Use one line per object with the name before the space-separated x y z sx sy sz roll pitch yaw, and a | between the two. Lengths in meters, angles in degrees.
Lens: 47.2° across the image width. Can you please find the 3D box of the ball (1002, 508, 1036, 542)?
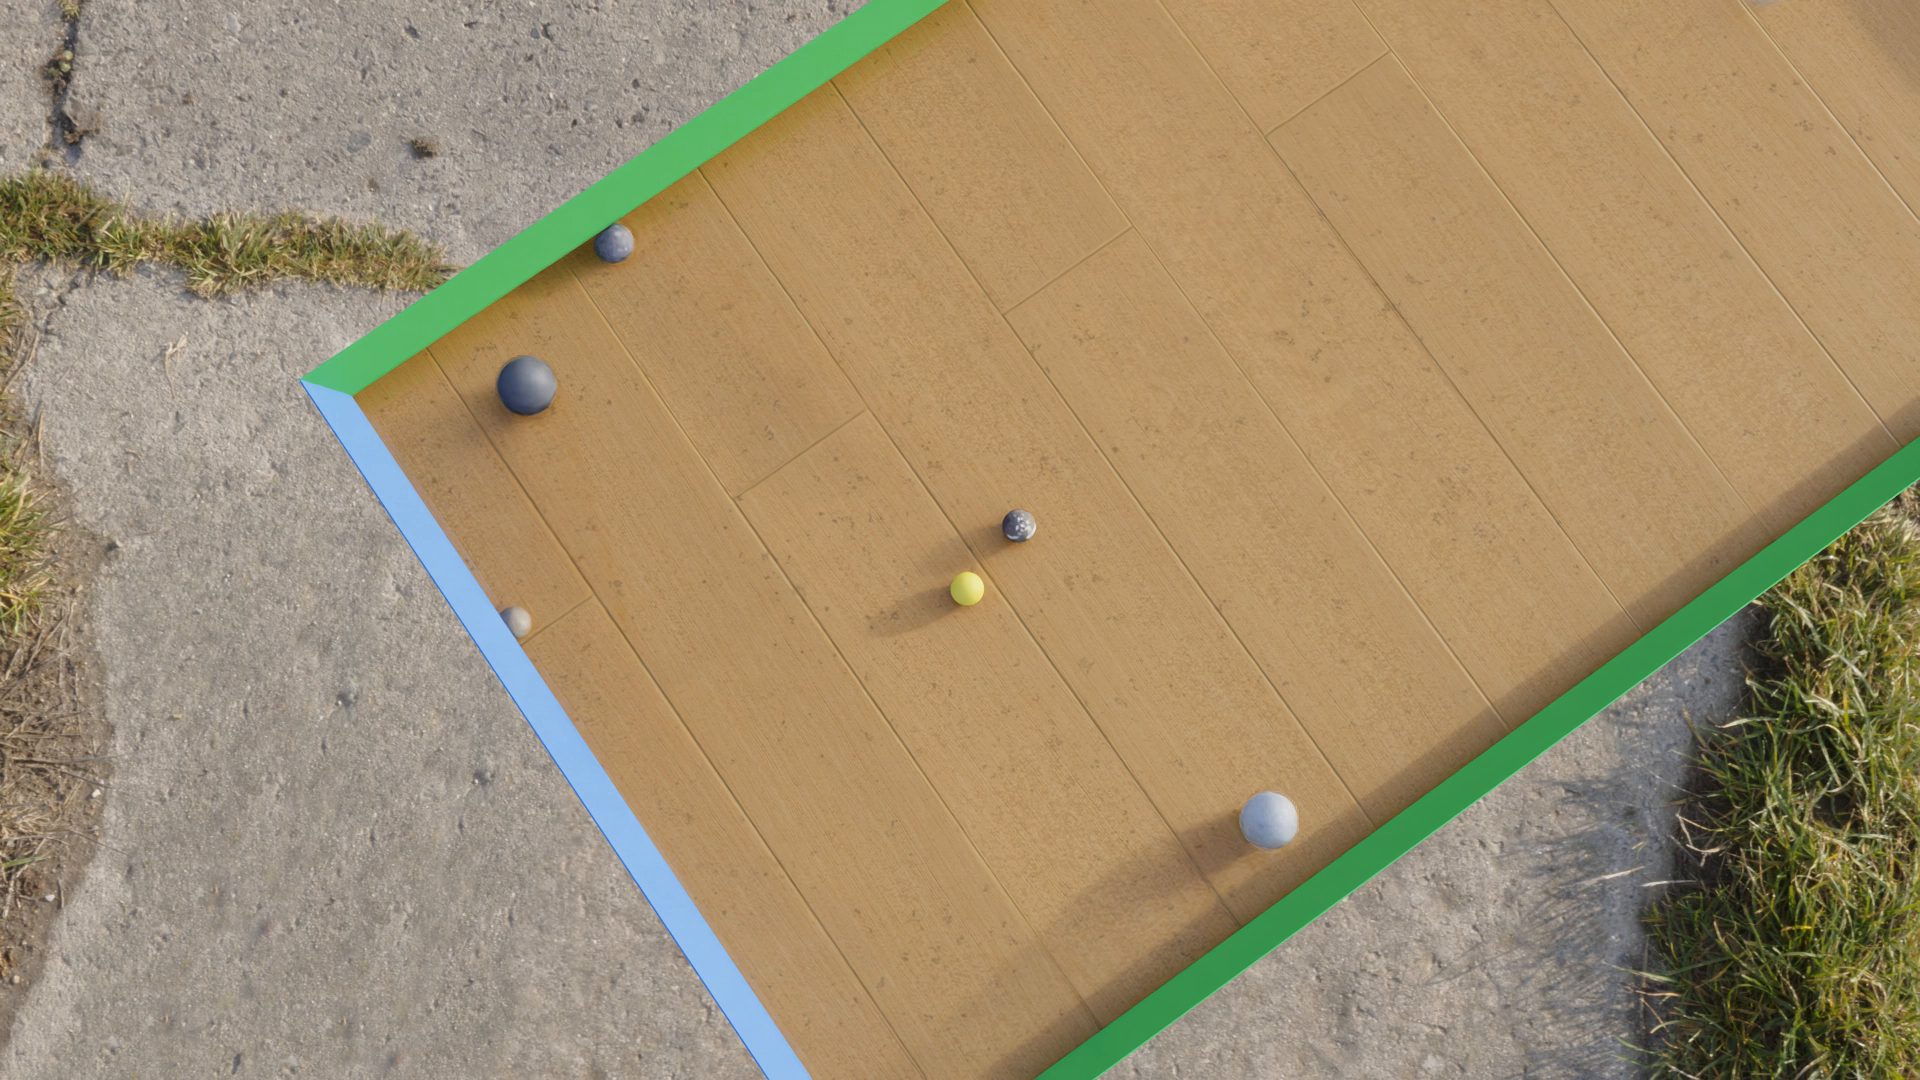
ball | 0.089 -0.021 3.296 0.051 0.051 0.051 0 80 0

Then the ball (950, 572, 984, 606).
ball | 0.011 0.073 3.280 0.051 0.051 0.051 0 80 0

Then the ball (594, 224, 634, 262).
ball | -0.529 -0.455 3.368 0.060 0.060 0.060 0 80 0

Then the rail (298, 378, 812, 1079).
rail | -0.527 0.361 3.196 0.045 0.114 1.493 -35 82 -6

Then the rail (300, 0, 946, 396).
rail | 0.131 -0.966 3.429 2.675 0.114 0.045 -35 82 -6

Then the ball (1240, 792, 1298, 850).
ball | 0.450 0.410 3.204 0.084 0.084 0.084 0 80 0

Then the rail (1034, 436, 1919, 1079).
rail | 0.963 0.198 3.225 2.675 0.114 0.045 -35 82 -6

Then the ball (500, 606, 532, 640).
ball | -0.663 0.123 3.271 0.051 0.051 0.051 0 80 0

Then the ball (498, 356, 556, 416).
ball | -0.652 -0.232 3.314 0.088 0.088 0.088 0 80 0
